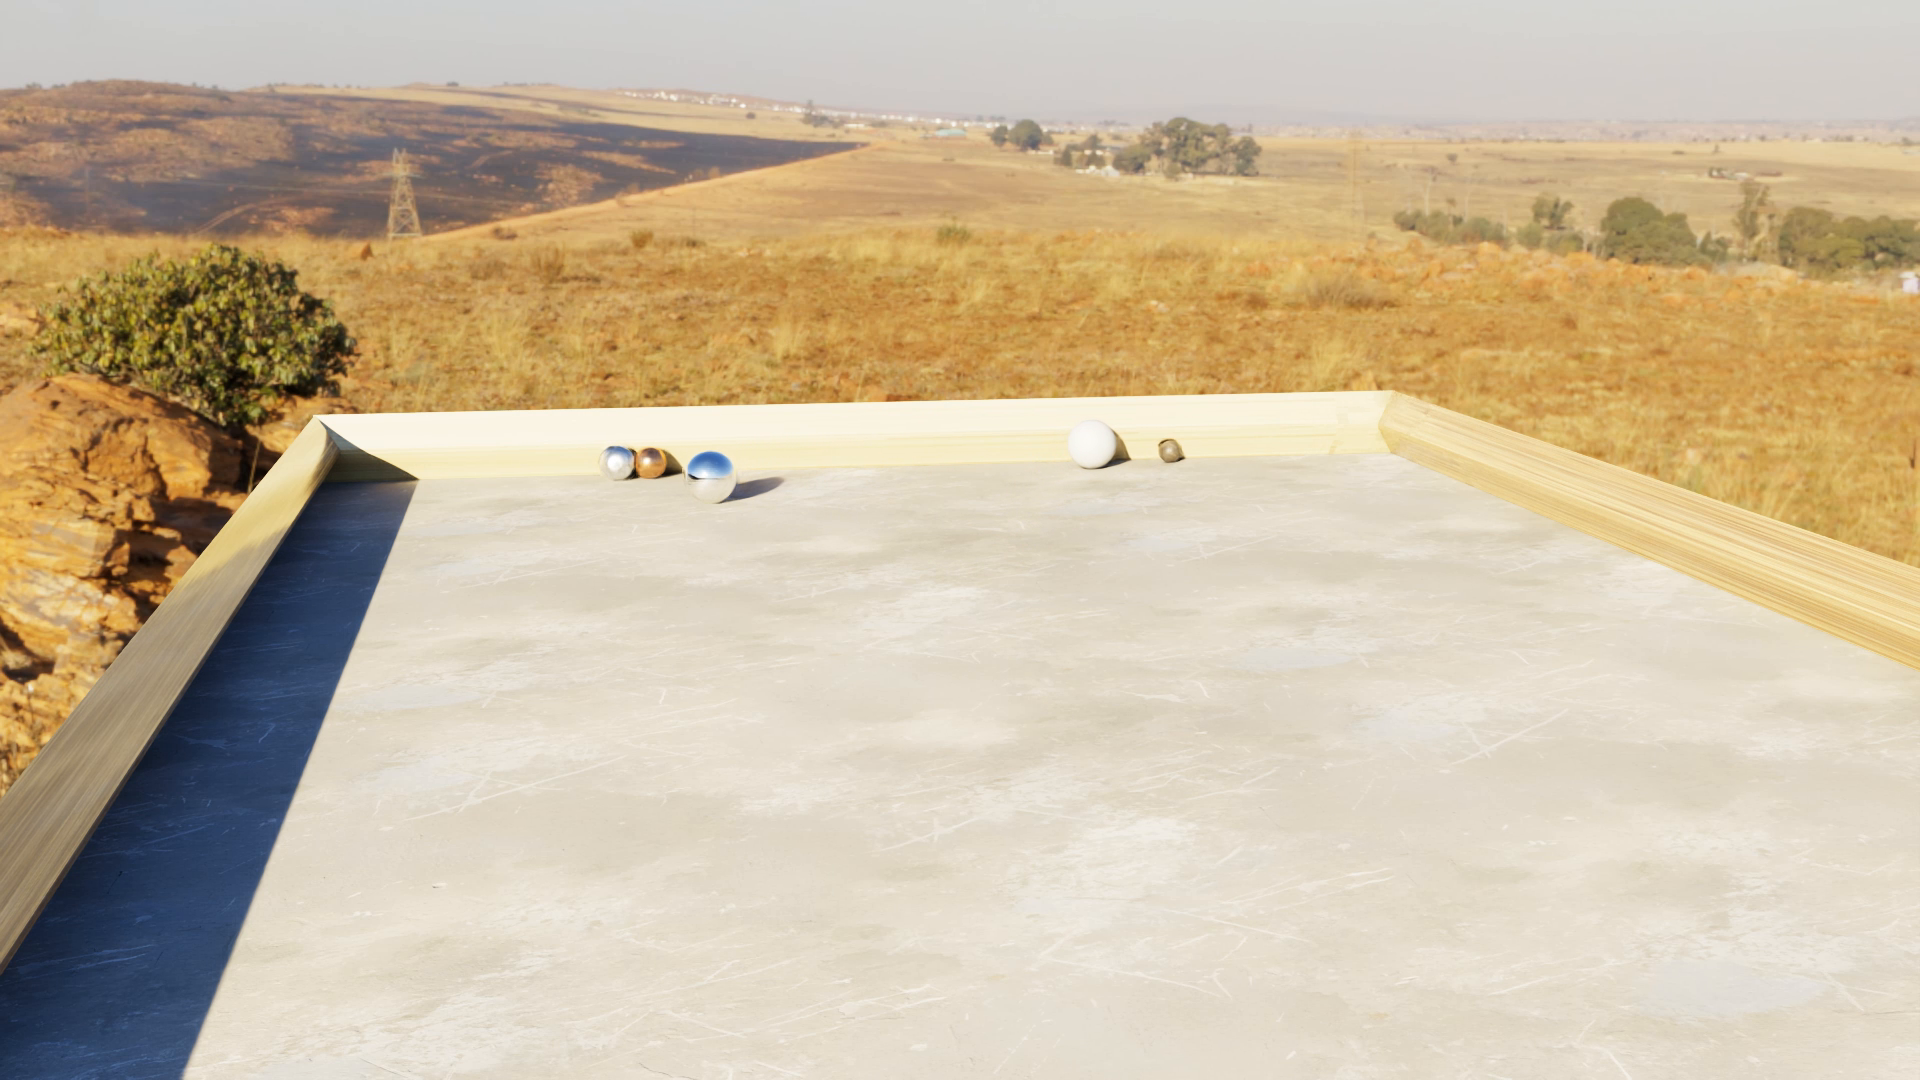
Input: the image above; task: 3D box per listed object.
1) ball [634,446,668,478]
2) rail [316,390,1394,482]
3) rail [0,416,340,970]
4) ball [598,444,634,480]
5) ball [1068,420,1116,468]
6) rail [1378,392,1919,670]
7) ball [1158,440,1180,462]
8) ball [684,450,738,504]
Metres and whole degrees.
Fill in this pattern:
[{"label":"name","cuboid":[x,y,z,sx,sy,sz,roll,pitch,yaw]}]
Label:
[{"label":"ball","cuboid":[-0.539,-0.135,3.833,0.056,0.056,0.056,0,11,0]},{"label":"rail","cuboid":[-0.146,-0.185,3.933,1.951,0.115,0.045,-2,11,-10]},{"label":"rail","cuboid":[-0.788,0.168,2.127,0.045,0.115,3.449,-2,11,-10]},{"label":"ball","cuboid":[-0.596,-0.135,3.817,0.062,0.062,0.062,0,11,0]},{"label":"ball","cuboid":[0.236,-0.172,3.937,0.089,0.089,0.089,0,11,0]},{"label":"rail","cuboid":[1.087,0.104,2.451,0.045,0.115,3.449,-2,11,-10]},{"label":"ball","cuboid":[0.382,-0.162,4.011,0.041,0.041,0.041,0,11,0]},{"label":"ball","cuboid":[-0.407,-0.103,3.592,0.087,0.087,0.087,0,11,0]}]
